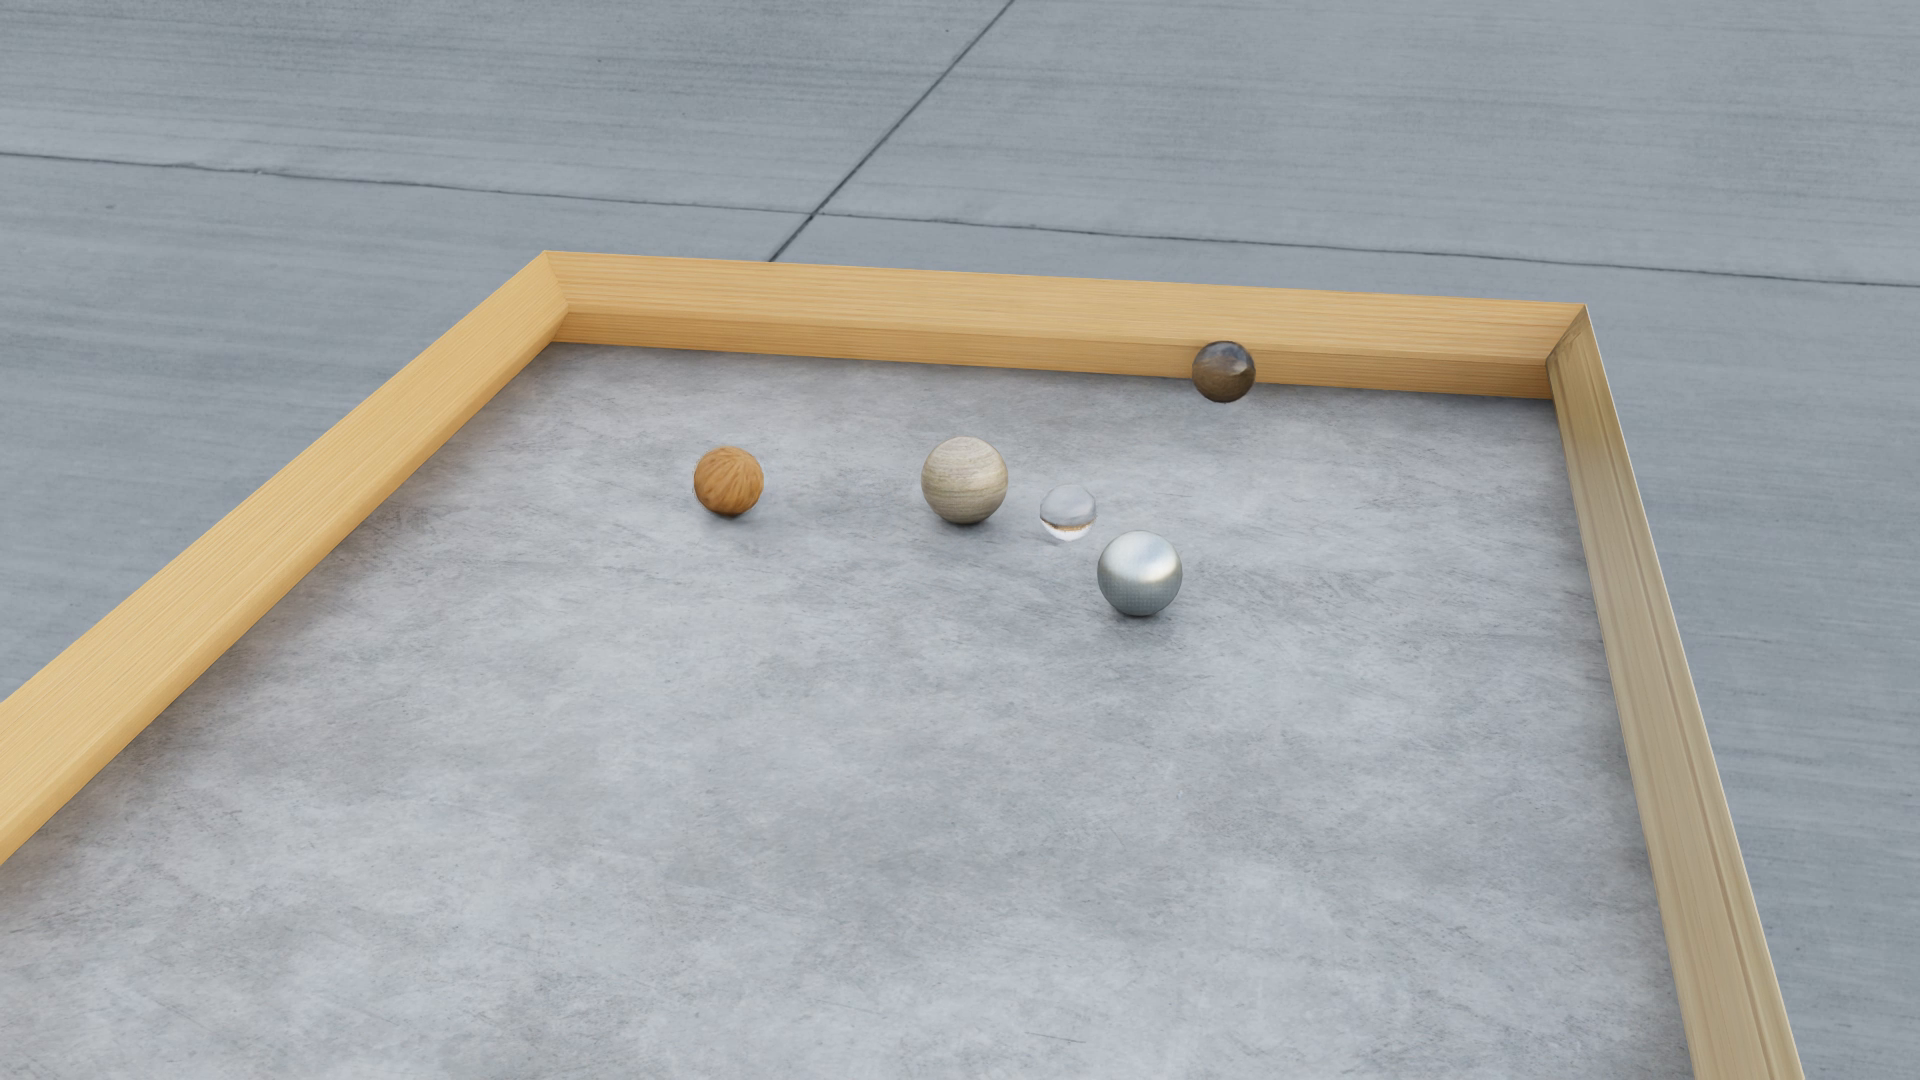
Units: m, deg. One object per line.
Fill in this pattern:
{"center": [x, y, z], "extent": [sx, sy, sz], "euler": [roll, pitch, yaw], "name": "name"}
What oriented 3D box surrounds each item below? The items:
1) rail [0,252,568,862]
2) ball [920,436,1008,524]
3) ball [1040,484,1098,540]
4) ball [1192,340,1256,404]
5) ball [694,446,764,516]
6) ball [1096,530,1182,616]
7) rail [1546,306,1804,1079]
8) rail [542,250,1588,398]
{"center": [-0.741, 0.191, 1.759], "extent": [0.045, 0.123, 2.552], "euler": [4, 24, 9], "name": "rail"}
{"center": [0.005, -0.065, 2.368], "extent": [0.095, 0.095, 0.095], "euler": [0, 24, 0], "name": "ball"}
{"center": [0.115, -0.030, 2.332], "extent": [0.061, 0.061, 0.061], "euler": [0, 24, 0], "name": "ball"}
{"center": [0.325, -0.207, 2.710], "extent": [0.077, 0.077, 0.077], "euler": [0, 24, 0], "name": "ball"}
{"center": [-0.251, -0.064, 2.390], "extent": [0.076, 0.076, 0.076], "euler": [0, 24, 0], "name": "ball"}
{"center": [0.177, 0.032, 2.164], "extent": [0.085, 0.085, 0.085], "euler": [0, 24, 0], "name": "ball"}
{"center": [0.524, 0.280, 1.560], "extent": [0.045, 0.123, 2.552], "euler": [4, 24, 9], "name": "rail"}
{"center": [0.104, -0.268, 2.786], "extent": [1.330, 0.123, 0.045], "euler": [4, 24, 9], "name": "rail"}
